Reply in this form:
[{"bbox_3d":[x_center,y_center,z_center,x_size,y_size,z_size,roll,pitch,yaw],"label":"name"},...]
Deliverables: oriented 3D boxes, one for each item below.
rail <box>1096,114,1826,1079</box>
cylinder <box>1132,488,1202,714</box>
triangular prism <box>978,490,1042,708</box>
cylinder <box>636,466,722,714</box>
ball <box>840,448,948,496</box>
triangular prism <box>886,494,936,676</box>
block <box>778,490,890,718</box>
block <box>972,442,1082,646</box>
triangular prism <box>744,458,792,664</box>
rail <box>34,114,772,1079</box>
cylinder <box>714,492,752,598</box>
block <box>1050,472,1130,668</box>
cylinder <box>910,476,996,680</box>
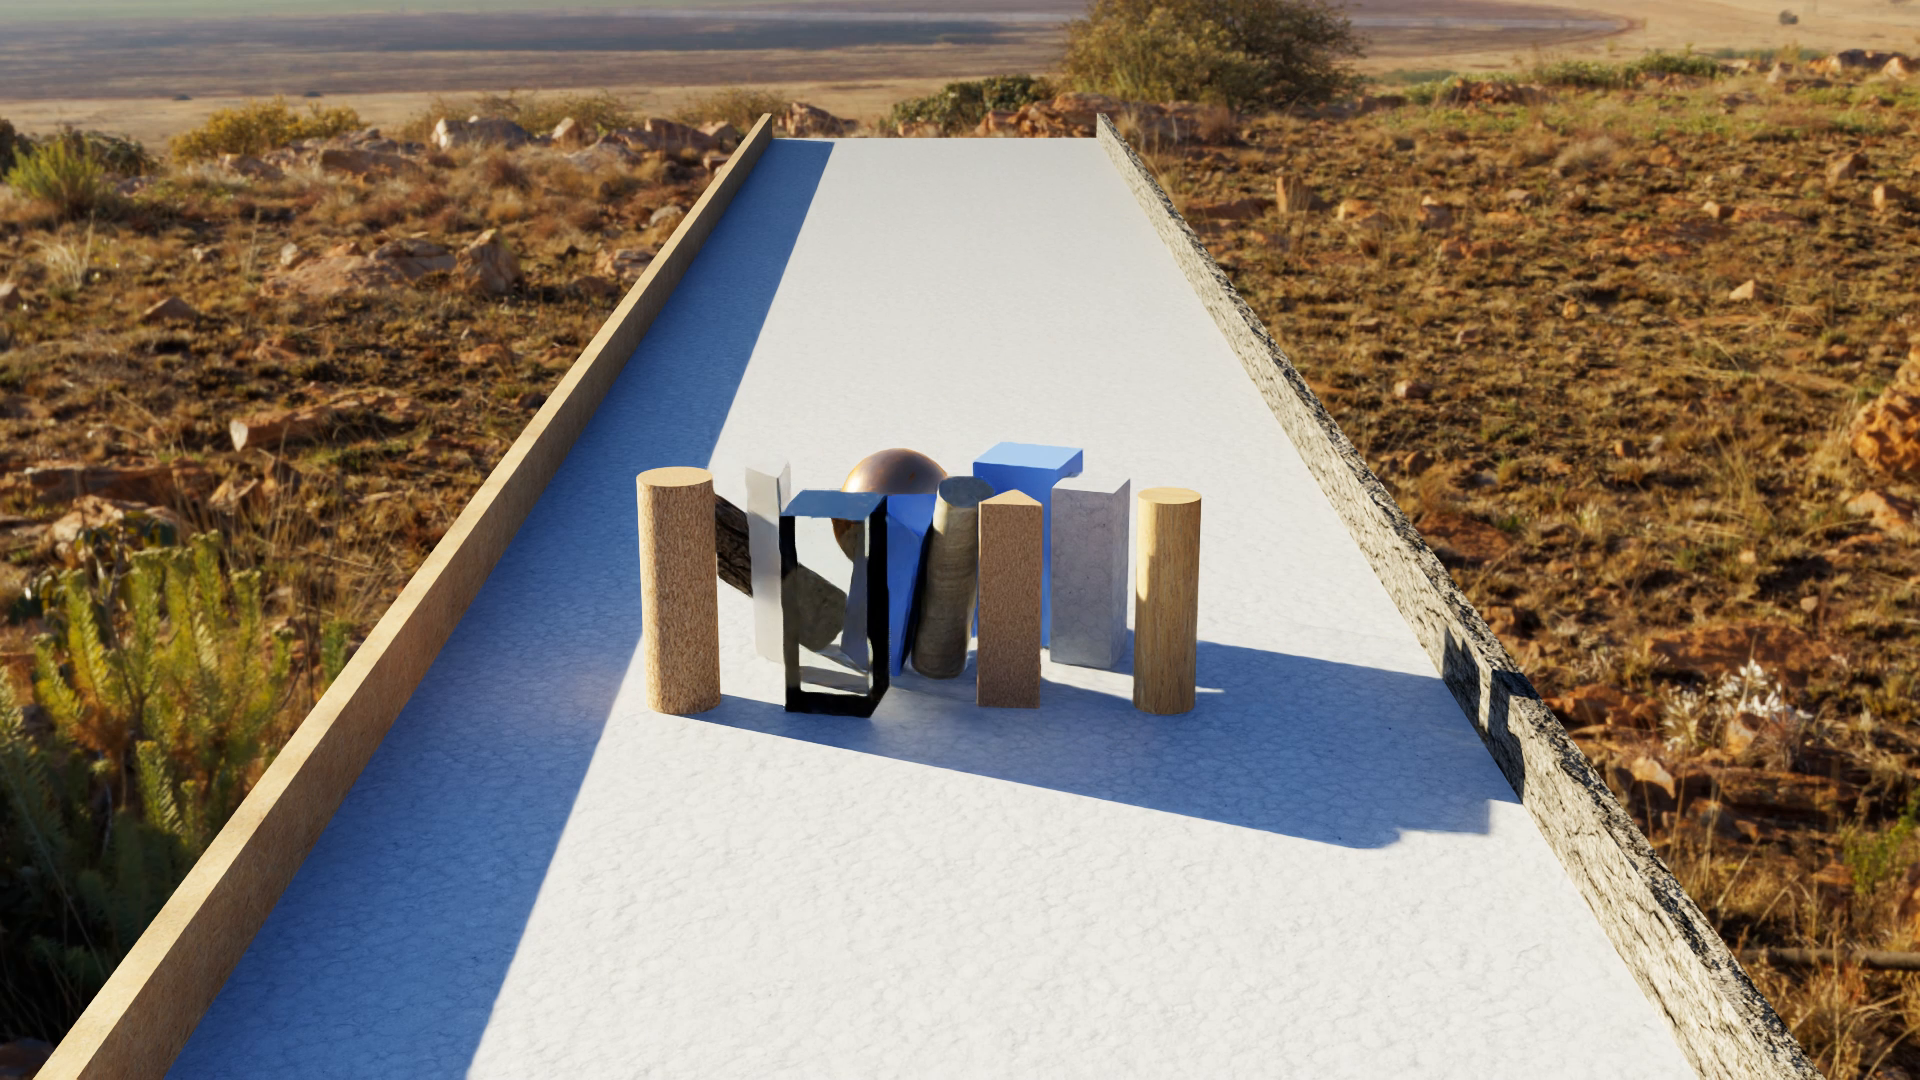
[{"bbox_3d":[0.932,-0.844,7.801,0.050,0.150,12.000,0,17,-1],"label":"rail"},{"bbox_3d":[0.387,0.114,4.122,0.117,0.411,0.117,0,17,0],"label":"cylinder"},{"bbox_3d":[0.097,0.110,4.152,0.117,0.400,0.101,2,17,5],"label":"triangular prism"},{"bbox_3d":[-0.526,0.095,4.127,0.141,0.444,0.141,0,17,0],"label":"cylinder"},{"bbox_3d":[-0.123,-0.065,4.367,0.235,0.235,0.235,0,17,0],"label":"ball"},{"bbox_3d":[-0.105,0.073,4.284,0.124,0.356,0.143,-27,51,-38],"label":"triangular prism"},{"bbox_3d":[-0.233,0.118,4.137,0.163,0.389,0.163,3,19,11],"label":"block"},{"bbox_3d":[0.139,0.007,4.546,0.179,0.376,0.179,6,18,19],"label":"block"},{"bbox_3d":[-0.355,0.040,4.343,0.089,0.413,0.077,19,32,35],"label":"triangular prism"},{"bbox_3d":[-1.118,-0.838,7.780,0.050,0.150,12.000,0,17,-1],"label":"rail"},{"bbox_3d":[-0.402,0.047,4.434,0.410,0.138,0.138,35,-4,-32],"label":"cylinder"},{"bbox_3d":[0.259,0.060,4.390,0.126,0.362,0.126,6,17,18],"label":"block"},{"bbox_3d":[-0.015,0.076,4.228,0.109,0.412,0.109,6,36,-5],"label":"cylinder"}]
